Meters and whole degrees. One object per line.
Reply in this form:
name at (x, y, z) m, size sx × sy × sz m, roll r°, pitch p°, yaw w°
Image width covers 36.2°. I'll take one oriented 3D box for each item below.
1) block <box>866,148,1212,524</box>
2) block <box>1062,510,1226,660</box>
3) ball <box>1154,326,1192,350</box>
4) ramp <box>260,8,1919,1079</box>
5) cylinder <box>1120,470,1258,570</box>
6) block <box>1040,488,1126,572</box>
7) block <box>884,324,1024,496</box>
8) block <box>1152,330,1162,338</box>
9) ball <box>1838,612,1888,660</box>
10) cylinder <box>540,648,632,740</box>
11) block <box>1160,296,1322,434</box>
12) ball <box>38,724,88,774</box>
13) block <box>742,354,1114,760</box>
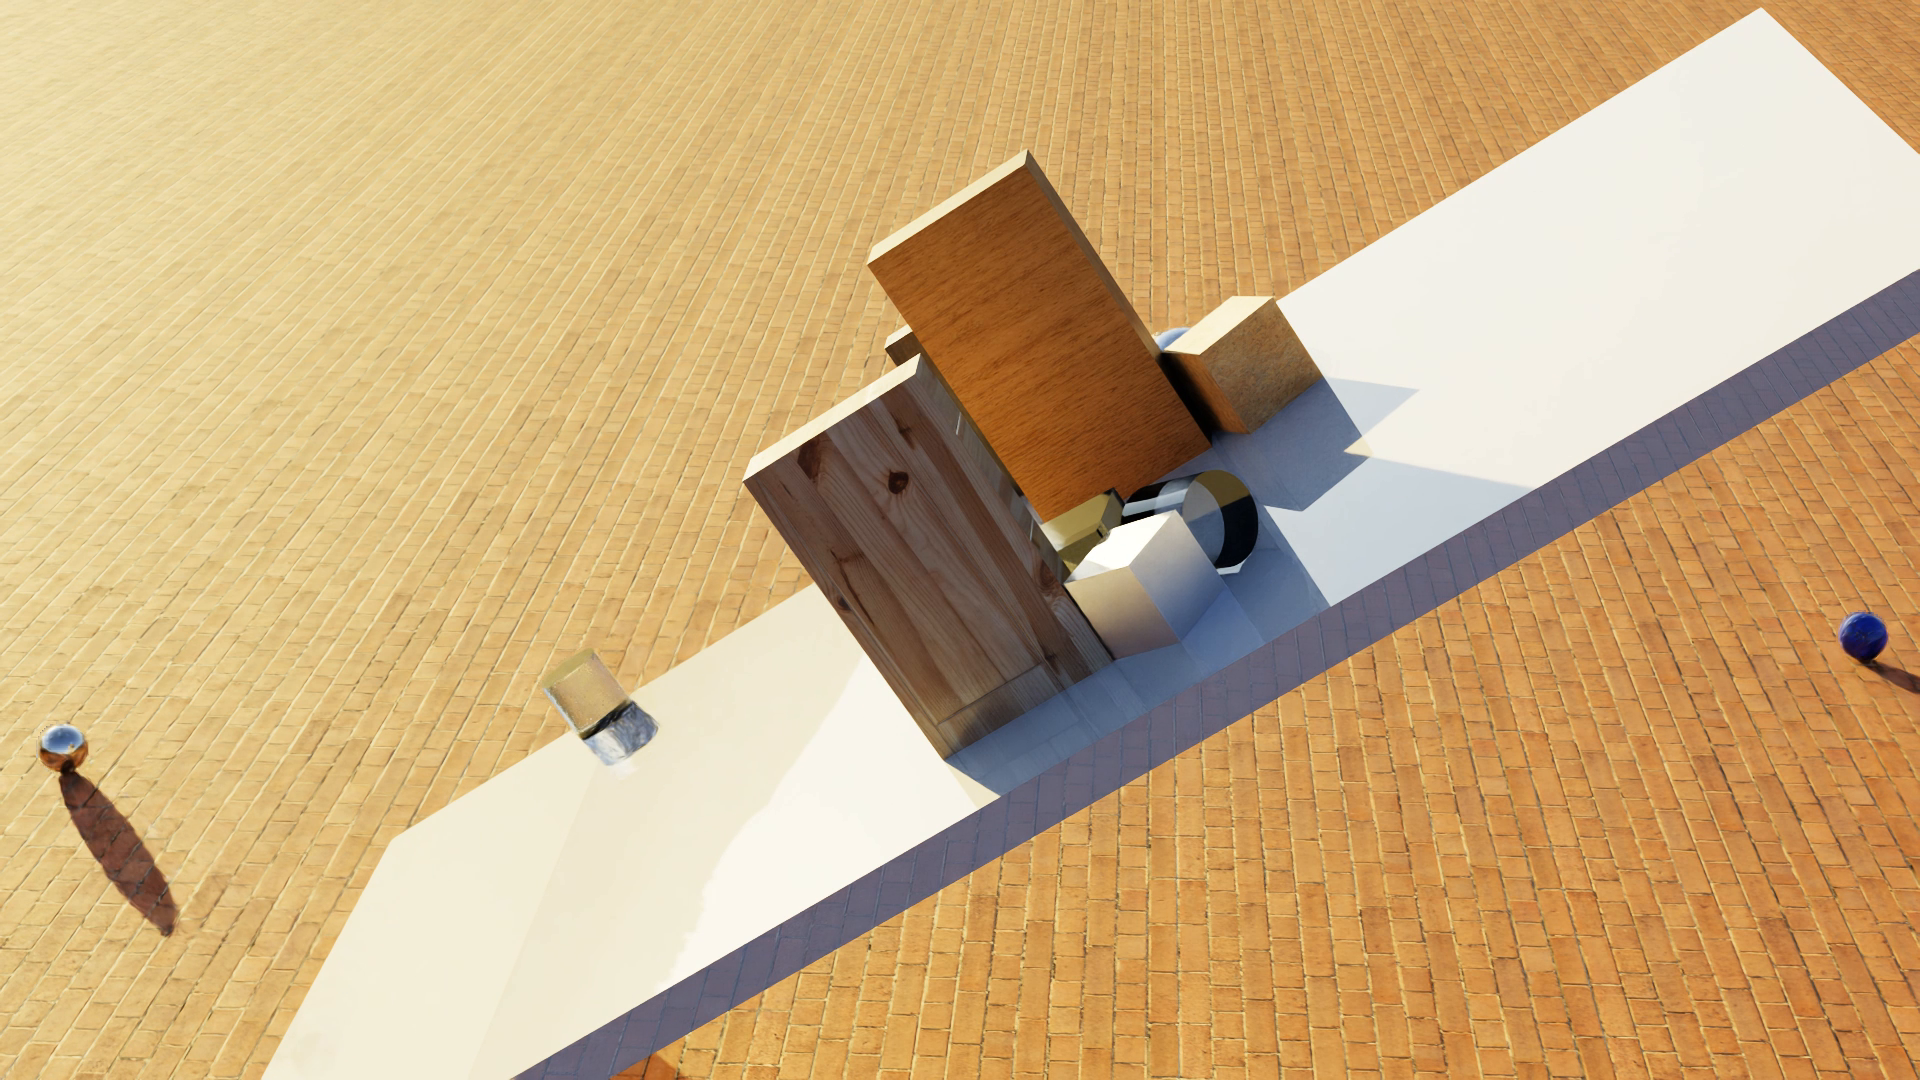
block at (0.178, -0.421, 6.394) m, size 0.403 × 0.743 × 0.147 m, roll -31°, pitch 16°, yaw 14°
block at (0.349, 0.086, 5.565) m, size 0.182 × 0.182 × 0.182 m, roll -18°, pitch 22°, yaw 47°
ball at (0.502, -0.374, 6.578) m, size 0.206 × 0.206 × 0.206 m, roll 0°, pitch 20°, yaw 0°
ramp at (0.139, 0.171, 6.297) m, size 4.000 × 0.100 × 2.000 m, roll -31°, pitch 16°, yaw 14°
cylinder at (0.444, -0.028, 5.696) m, size 0.190 × 0.190 × 0.190 m, roll -16°, pitch 1°, yaw -36°
block at (0.258, 0.061, 5.800) m, size 0.201 × 0.201 × 0.201 m, roll -28°, pitch 17°, yaw 24°
block at (0.122, -0.371, 6.881) m, size 0.393 × 0.475 × 0.093 m, roll -31°, pitch 16°, yaw 14°
block at (0.429, -0.354, 6.782) m, size 0.159 × 0.159 × 0.159 m, roll -28°, pitch 16°, yaw 24°
ball at (2.775, 0.297, 9.035) m, size 0.147 × 0.147 × 0.147 m, roll 0°, pitch 20°, yaw 0°
cylinder at (-0.944, 0.389, 7.433) m, size 0.164 × 0.164 × 0.164 m, roll -32°, pitch 15°, yaw 10°
block at (0.610, -0.381, 6.381) m, size 0.210 × 0.210 × 0.210 m, roll -38°, pitch 15°, yaw -12°
ball at (-2.522, 0.587, 8.274) m, size 0.137 × 0.137 × 0.137 m, roll 0°, pitch 20°, yaw 0°
block at (-0.054, 0.038, 5.615) m, size 0.391 × 0.679 × 0.131 m, roll -31°, pitch 16°, yaw 14°
